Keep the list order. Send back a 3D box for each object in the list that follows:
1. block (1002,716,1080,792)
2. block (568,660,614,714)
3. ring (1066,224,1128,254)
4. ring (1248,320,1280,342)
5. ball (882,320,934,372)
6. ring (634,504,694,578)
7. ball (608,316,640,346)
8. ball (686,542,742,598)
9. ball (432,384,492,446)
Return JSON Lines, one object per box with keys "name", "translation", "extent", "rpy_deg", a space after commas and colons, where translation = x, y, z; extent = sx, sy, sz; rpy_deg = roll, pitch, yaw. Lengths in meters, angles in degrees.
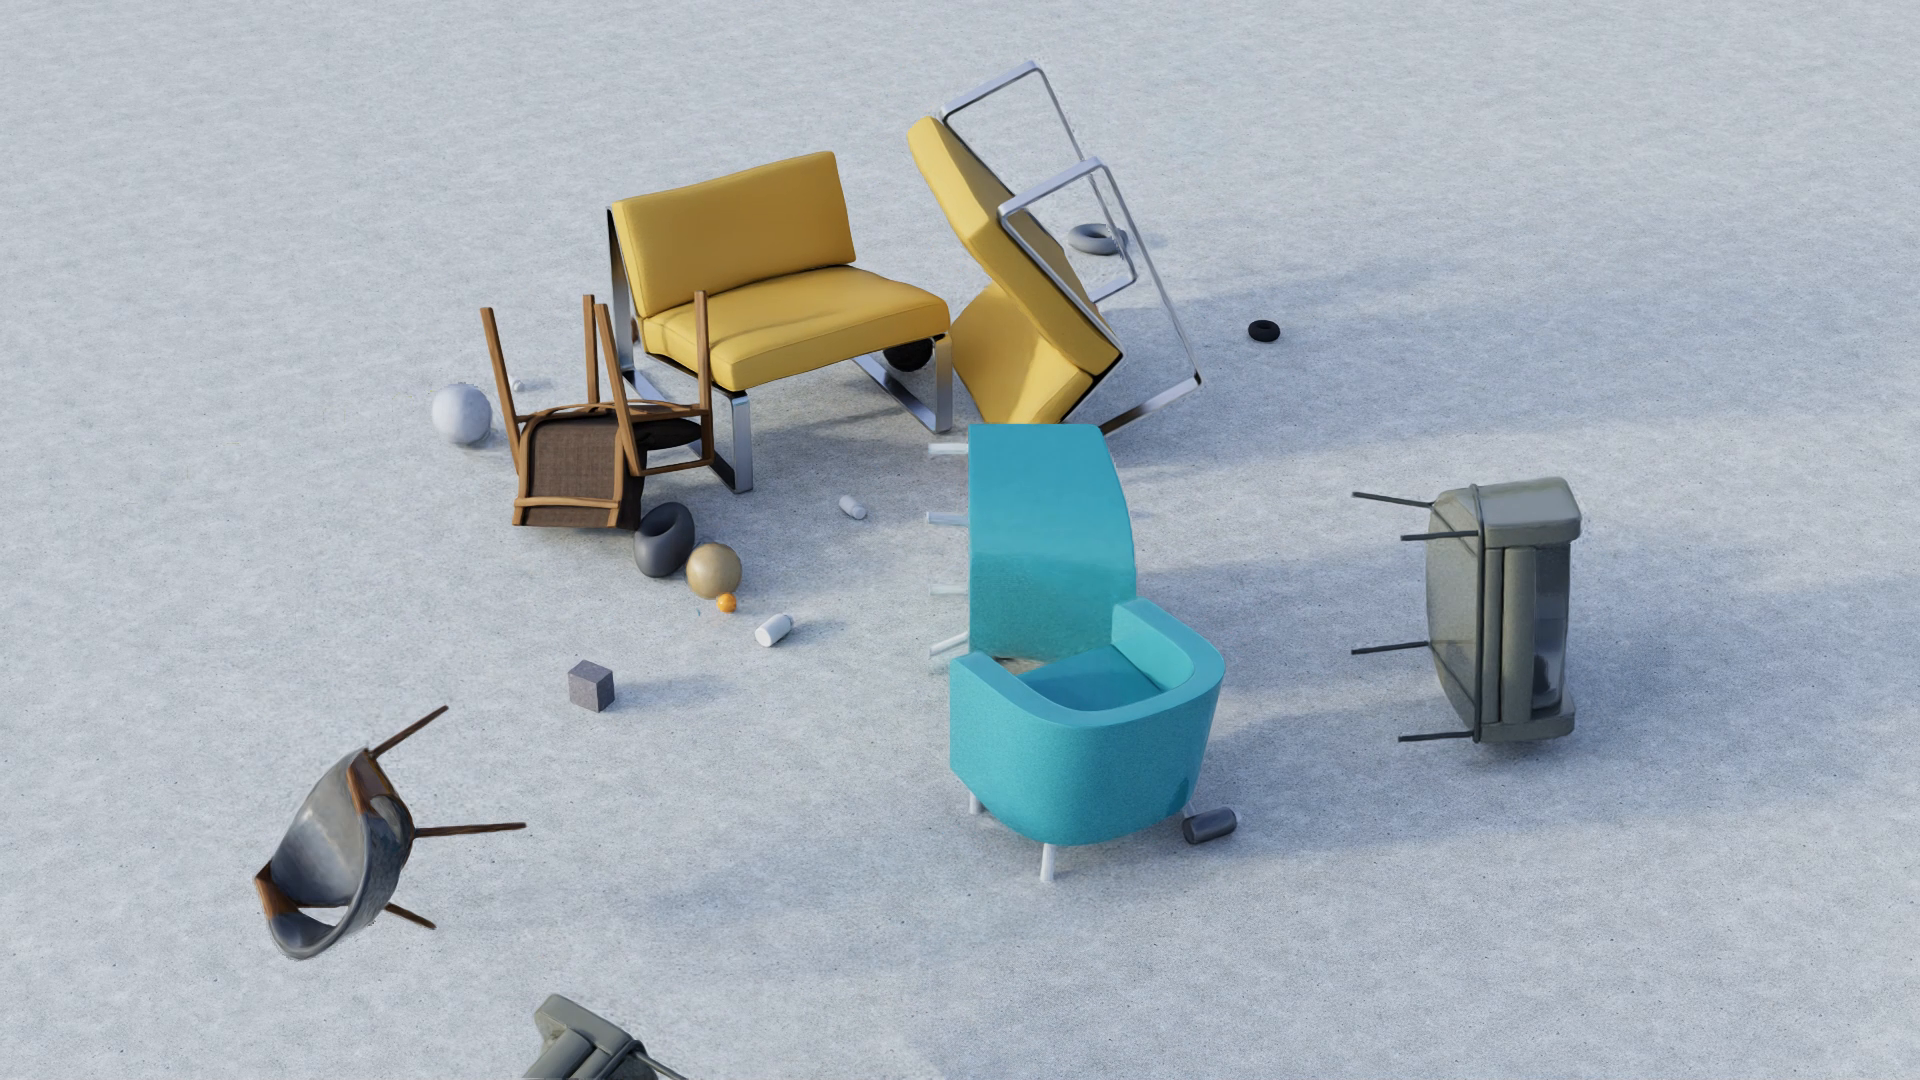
{"name": "block", "translation": [0.268, 0.711, 9.766], "extent": [0.177, 0.110, 0.205], "rpy_deg": [-19, 38, -26]}
{"name": "block", "translation": [-1.266, 0.502, 10.067], "extent": [0.124, 0.126, 0.091], "rpy_deg": [19, 38, 26]}
{"name": "ring", "translation": [0.605, -1.324, 12.889], "extent": [0.271, 0.072, 0.217], "rpy_deg": [4, 33, 5]}
{"name": "ring", "translation": [1.267, -0.871, 12.217], "extent": [0.137, 0.055, 0.124], "rpy_deg": [19, 36, 28]}
{"name": "ball", "translation": [-0.212, -0.790, 11.953], "extent": [0.209, 0.209, 0.209], "rpy_deg": [0, 33, 0]}
{"name": "ring", "translation": [-1.089, -0.001, 10.802], "extent": [0.205, 0.159, 0.389], "rpy_deg": [0, 30, 13]}
{"name": "ball", "translation": [-1.390, -0.864, 12.139], "extent": [0.128, 0.128, 0.128], "rpy_deg": [0, 33, 0]}
{"name": "ball", "translation": [-0.888, 0.110, 10.594], "extent": [0.202, 0.202, 0.202], "rpy_deg": [0, 33, 0]}
{"name": "ball", "translation": [-1.949, -0.489, 11.472], "extent": [0.236, 0.236, 0.236], "rpy_deg": [0, 33, 0]}
